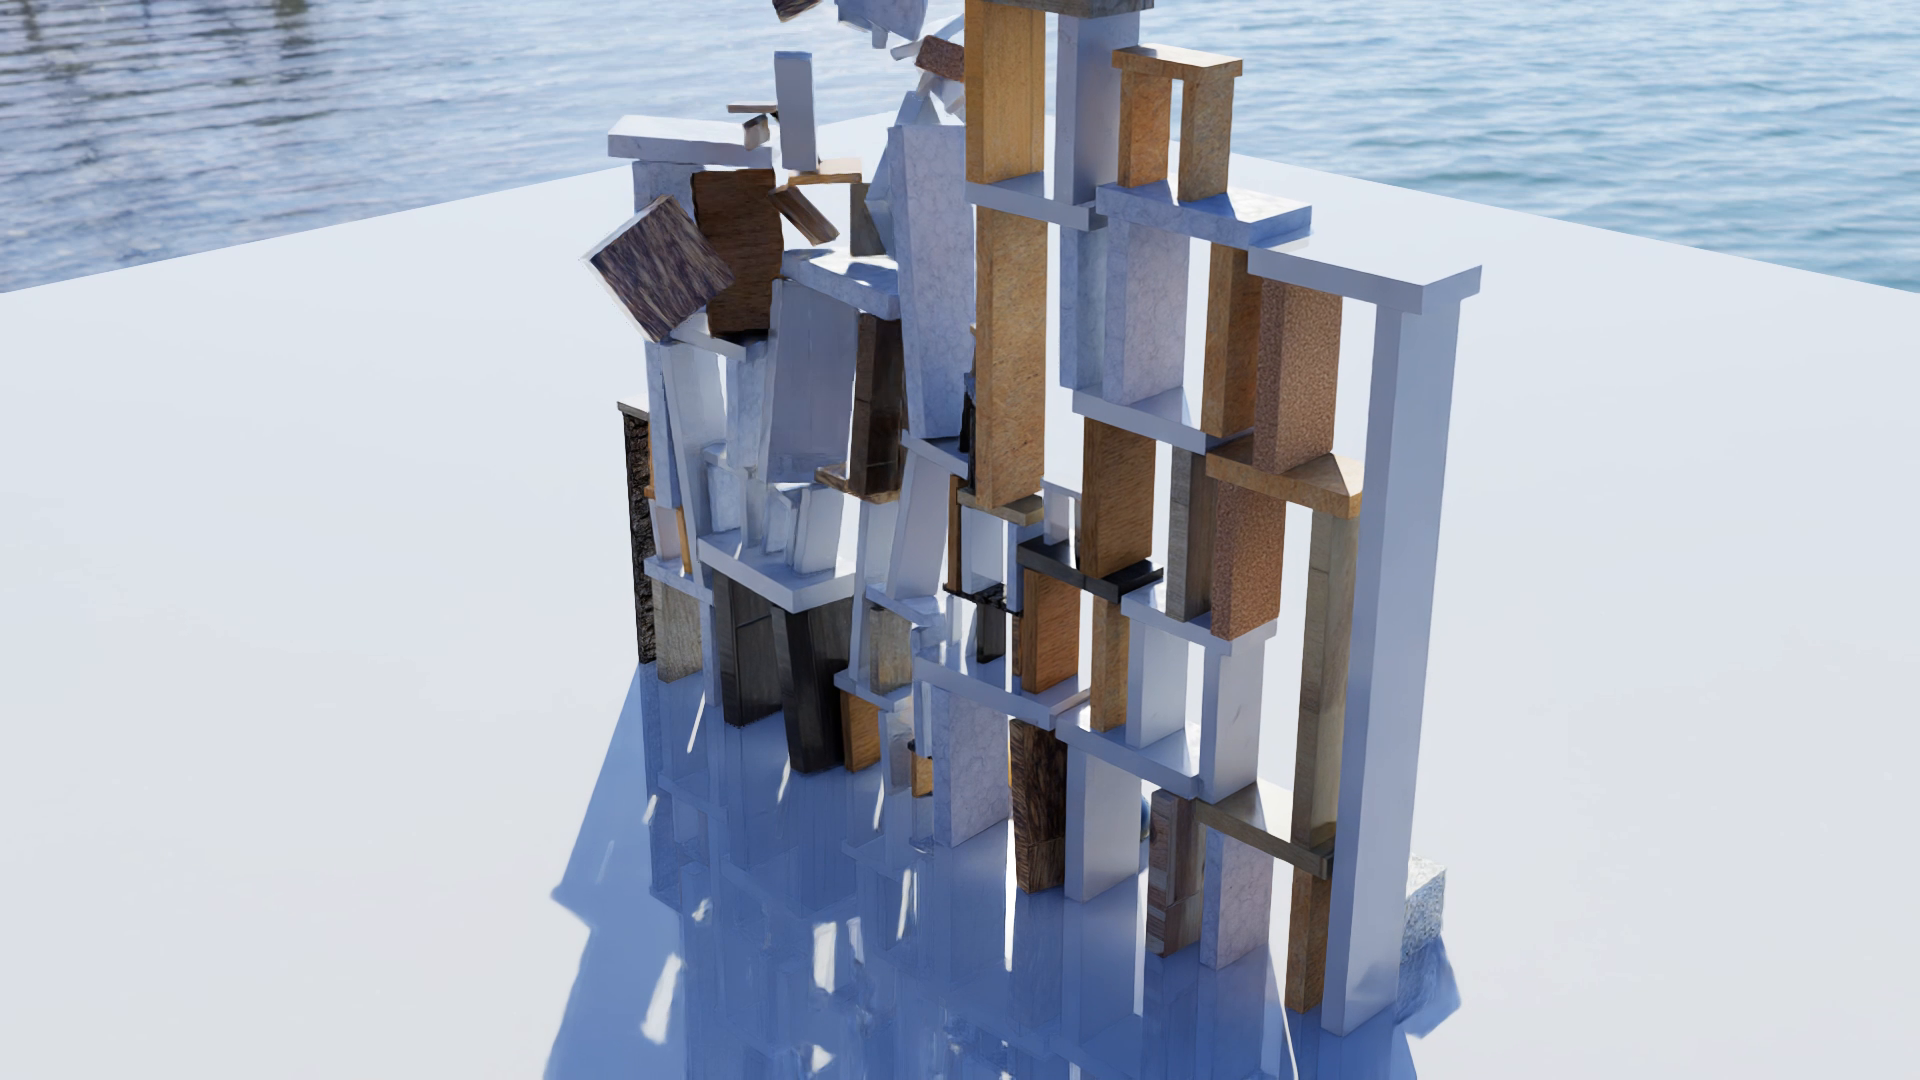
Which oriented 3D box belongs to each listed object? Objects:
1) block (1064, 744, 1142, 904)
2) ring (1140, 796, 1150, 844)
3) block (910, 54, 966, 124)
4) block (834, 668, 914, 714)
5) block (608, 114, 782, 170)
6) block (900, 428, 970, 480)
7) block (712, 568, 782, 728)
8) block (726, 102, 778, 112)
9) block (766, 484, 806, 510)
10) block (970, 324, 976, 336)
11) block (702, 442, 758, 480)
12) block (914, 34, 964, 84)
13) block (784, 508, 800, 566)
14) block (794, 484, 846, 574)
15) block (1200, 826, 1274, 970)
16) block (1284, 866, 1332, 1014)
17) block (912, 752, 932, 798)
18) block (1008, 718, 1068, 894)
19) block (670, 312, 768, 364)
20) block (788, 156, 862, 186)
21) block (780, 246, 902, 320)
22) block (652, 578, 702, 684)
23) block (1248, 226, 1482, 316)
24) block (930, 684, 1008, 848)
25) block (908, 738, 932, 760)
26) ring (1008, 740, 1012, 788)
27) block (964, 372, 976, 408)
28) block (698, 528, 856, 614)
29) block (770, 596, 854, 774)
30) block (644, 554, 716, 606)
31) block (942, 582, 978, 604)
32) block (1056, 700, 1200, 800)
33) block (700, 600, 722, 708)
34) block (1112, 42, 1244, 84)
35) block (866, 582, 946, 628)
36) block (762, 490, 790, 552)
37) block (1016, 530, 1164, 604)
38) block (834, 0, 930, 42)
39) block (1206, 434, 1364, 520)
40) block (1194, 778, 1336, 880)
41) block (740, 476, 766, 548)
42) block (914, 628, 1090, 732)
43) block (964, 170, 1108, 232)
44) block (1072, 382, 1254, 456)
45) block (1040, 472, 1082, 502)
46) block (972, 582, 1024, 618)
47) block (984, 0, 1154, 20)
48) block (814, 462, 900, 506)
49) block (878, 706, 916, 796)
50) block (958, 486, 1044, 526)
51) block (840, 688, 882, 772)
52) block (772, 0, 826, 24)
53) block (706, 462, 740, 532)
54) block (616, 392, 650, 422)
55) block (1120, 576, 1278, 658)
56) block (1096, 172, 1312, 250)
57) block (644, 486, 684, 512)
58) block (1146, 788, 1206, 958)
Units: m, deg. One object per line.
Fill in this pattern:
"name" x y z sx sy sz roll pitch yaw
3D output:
"block" 0.272 0.508 4.149 0.162 0.324 0.046 -21 31 -40
"ring" 0.273 0.549 4.373 0.225 0.075 0.225 1 23 0
"block" -0.015 -0.903 4.398 0.046 0.163 0.327 -44 18 11
"block" -0.165 0.303 4.540 0.183 0.026 0.091 21 30 40
"block" -0.546 -0.826 4.560 0.338 0.048 0.169 5 25 2
"block" -0.006 -0.169 4.246 0.110 0.031 0.220 -6 23 -37
"block" -0.442 0.210 4.802 0.051 0.359 0.180 17 28 42
"block" -0.402 -0.853 4.329 0.101 0.014 0.050 3 21 16
"block" -0.347 -0.098 4.558 0.067 0.019 0.133 -8 24 -27
"block" 0.062 -0.374 4.032 0.052 0.015 0.104 -8 29 -22
"block" -0.468 -0.170 4.665 0.079 0.022 0.158 -19 31 -39
"block" -0.026 -0.863 3.942 0.120 0.060 0.017 29 12 39
"block" -0.325 -0.015 4.561 0.067 0.133 0.019 -16 36 -41
"block" -0.288 -0.025 4.511 0.092 0.184 0.026 -11 29 -41
"block" 0.499 0.618 3.942 0.142 0.283 0.040 -19 30 -38
"block" 0.631 0.668 3.823 0.142 0.283 0.040 -21 31 -41
"block" -0.076 0.472 4.514 0.052 0.104 0.015 -21 30 -41
"block" 0.185 0.486 4.175 0.171 0.341 0.048 -13 21 -28
"block" -0.481 -0.425 4.576 0.240 0.034 0.120 21 30 39
"block" -0.273 -0.747 4.453 0.149 0.021 0.075 -4 34 -1
"block" -0.182 -0.514 4.387 0.178 0.050 0.356 -9 25 -39
"block" -0.632 0.187 4.995 0.127 0.254 0.036 -22 31 -40
"block" 0.618 -0.416 3.375 0.319 0.045 0.159 21 31 40
"block" 0.021 0.418 4.337 0.048 0.341 0.171 18 29 39
"block" -0.051 0.426 4.470 0.104 0.015 0.052 20 30 39
"ring" 0.196 0.465 4.566 0.235 0.078 0.235 1 22 -1
"block" 0.050 -0.280 4.102 0.067 0.019 0.133 -1 25 -9
"block" -0.380 0.052 4.646 0.180 0.051 0.359 -17 28 -35
"block" -0.288 0.290 4.611 0.180 0.359 0.051 -17 19 -36
"block" -0.573 0.077 4.883 0.127 0.036 0.254 -22 31 -40
"block" 0.022 0.101 4.230 0.104 0.015 0.052 20 21 40
"block" 0.347 0.368 4.004 0.162 0.046 0.324 -21 31 -40
"block" -0.512 0.233 4.885 0.127 0.254 0.036 -22 31 -40
"block" 0.347 -0.763 3.516 0.096 0.027 0.192 -21 31 -40
"block" -0.095 0.127 4.399 0.092 0.026 0.184 -7 22 -41
"block" -0.382 -0.044 4.628 0.067 0.133 0.019 -12 28 -40
"block" 0.234 0.044 3.980 0.123 0.035 0.247 -21 32 -40
"block" -0.142 -0.983 4.003 0.172 0.086 0.024 29 38 15
"block" 0.555 -0.107 3.570 0.282 0.040 0.141 21 31 40
"block" 0.564 0.494 3.819 0.142 0.040 0.283 -21 31 -40
"block" -0.427 -0.067 4.658 0.079 0.158 0.022 -19 30 -39
"block" 0.095 0.262 4.203 0.341 0.048 0.171 19 29 38
"block" 0.160 -0.588 3.782 0.284 0.040 0.142 21 30 40
"block" 0.350 -0.220 3.750 0.148 0.042 0.295 -21 31 -41
"block" 0.203 -0.096 3.965 0.108 0.015 0.054 22 31 39
"block" 0.091 0.112 4.149 0.127 0.018 0.063 20 30 40
"block" 0.155 -0.915 3.651 0.155 0.044 0.310 -20 31 -40
"block" -0.199 -0.116 4.463 0.184 0.026 0.092 21 24 40
"block" -0.121 0.424 4.526 0.091 0.183 0.026 -20 25 -40
"block" 0.088 -0.070 4.075 0.087 0.025 0.175 -21 30 -41
"block" -0.204 0.386 4.616 0.091 0.183 0.026 -21 26 -41
"block" -0.287 -1.028 4.103 0.138 0.069 0.020 -24 -3 19
"block" -0.502 -0.103 4.743 0.079 0.158 0.022 -17 19 -40
"block" -0.675 -0.289 4.834 0.080 0.023 0.159 -22 29 -38
"block" 0.414 0.131 3.826 0.248 0.035 0.124 21 31 40
"block" 0.393 -0.538 3.571 0.160 0.045 0.320 -21 31 -41
"block" -0.624 -0.098 4.850 0.144 0.020 0.072 21 31 40
"block" 0.413 0.580 3.978 0.162 0.324 0.046 -19 30 -38
